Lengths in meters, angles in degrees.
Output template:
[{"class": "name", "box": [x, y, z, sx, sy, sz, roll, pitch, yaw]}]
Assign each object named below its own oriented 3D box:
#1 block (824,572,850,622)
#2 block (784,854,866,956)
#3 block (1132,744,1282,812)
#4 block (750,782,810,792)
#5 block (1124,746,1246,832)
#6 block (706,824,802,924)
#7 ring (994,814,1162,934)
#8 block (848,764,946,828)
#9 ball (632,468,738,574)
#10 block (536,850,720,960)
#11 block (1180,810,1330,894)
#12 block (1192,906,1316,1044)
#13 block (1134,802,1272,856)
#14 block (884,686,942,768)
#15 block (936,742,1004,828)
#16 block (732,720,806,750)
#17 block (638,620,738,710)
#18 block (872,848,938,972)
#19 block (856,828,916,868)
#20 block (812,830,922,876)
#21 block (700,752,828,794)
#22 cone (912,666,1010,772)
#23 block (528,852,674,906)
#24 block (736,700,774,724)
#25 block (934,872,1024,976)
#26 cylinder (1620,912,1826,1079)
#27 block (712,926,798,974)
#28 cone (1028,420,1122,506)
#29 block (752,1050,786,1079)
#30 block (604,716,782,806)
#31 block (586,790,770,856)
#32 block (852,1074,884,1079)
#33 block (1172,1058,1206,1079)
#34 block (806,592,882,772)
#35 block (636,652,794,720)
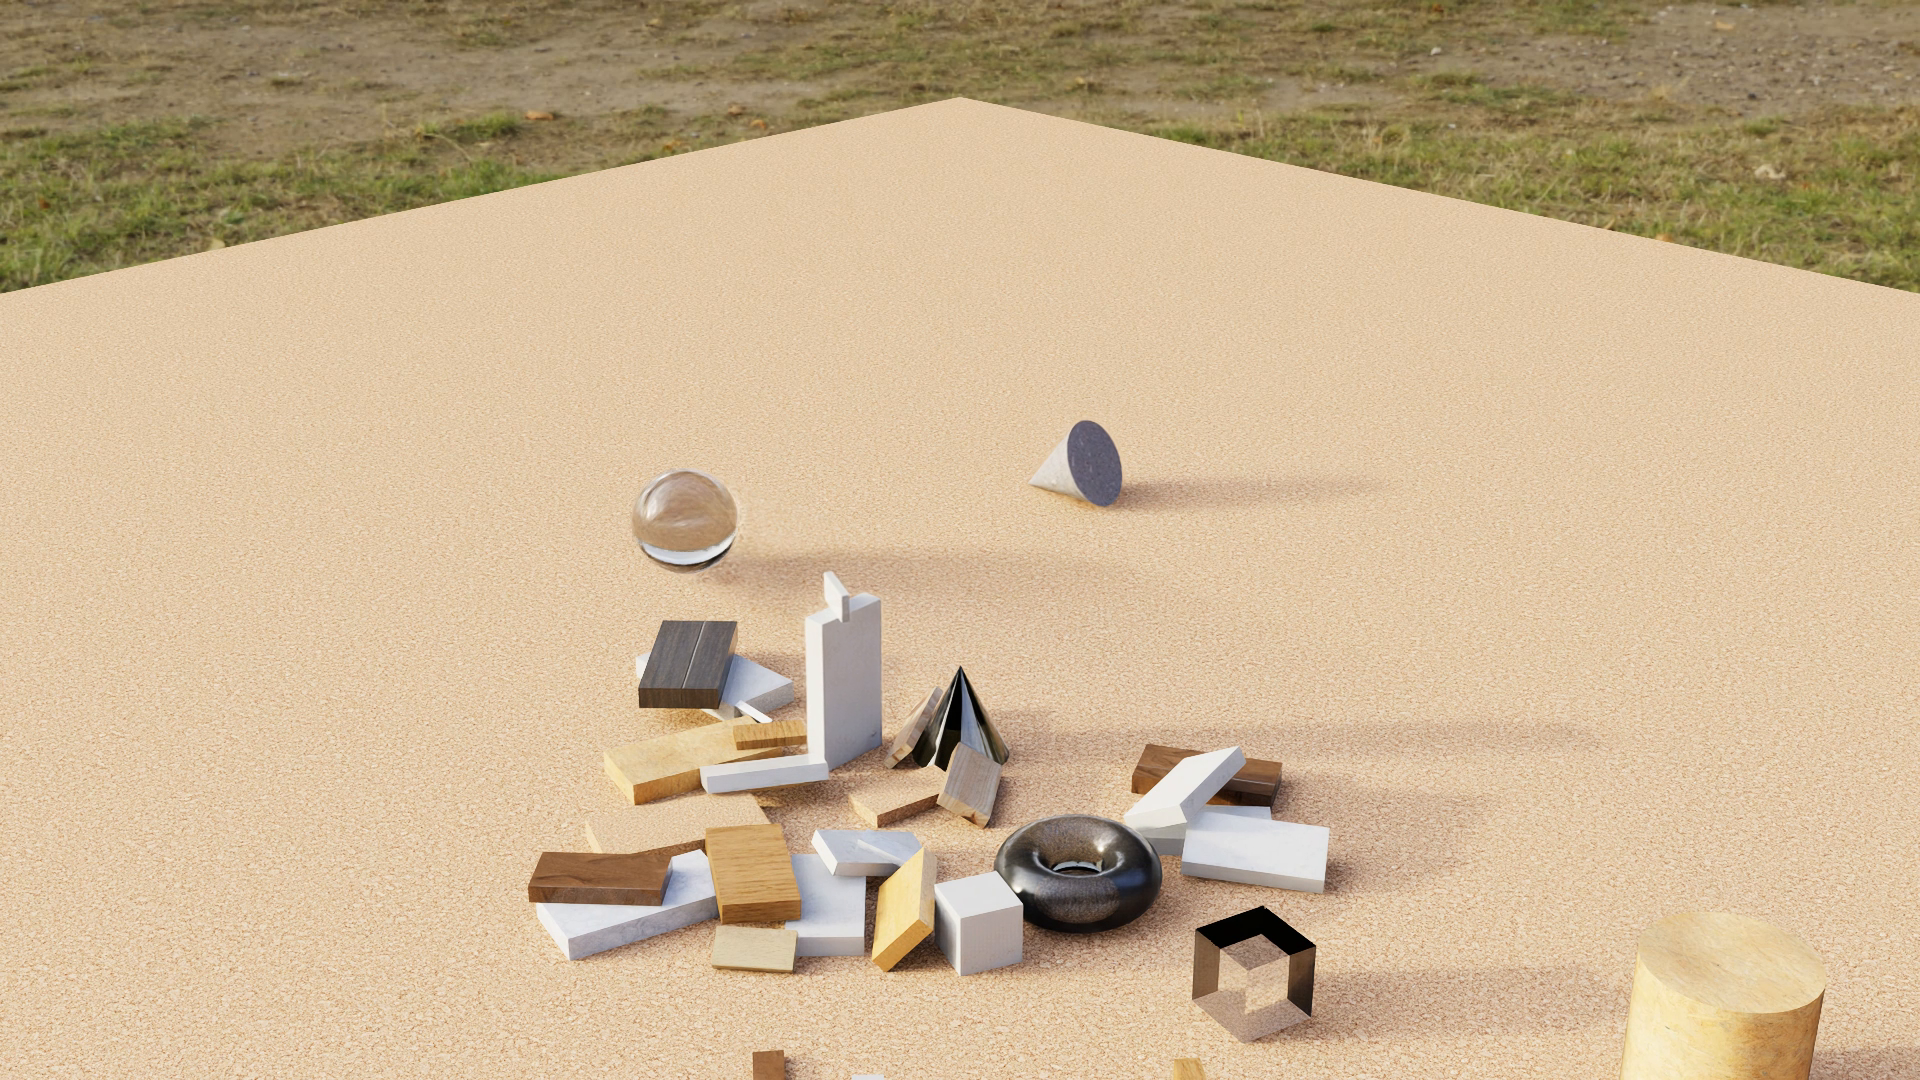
[{"class": "block", "box": [-0.253, 0.117, 4.522, 0.017, 0.061, 0.121, -8, 25, -18]}, {"class": "block", "box": [-0.249, 0.679, 4.108, 0.144, 0.041, 0.288, -1, 23, -1]}, {"class": "block", "box": [0.512, 0.492, 4.549, 0.288, 0.041, 0.144, 7, 24, 15]}, {"class": "block", "box": [-0.385, 0.496, 4.571, 0.137, 0.017, 0.061, -6, 24, -15]}, {"class": "block", "box": [0.449, 0.495, 4.369, 0.135, 0.038, 0.271, -18, 9, 38]}, {"class": "block", "box": [-0.390, 0.623, 4.125, 0.144, 0.041, 0.288, -2, 22, -12]}, {"class": "ring", "box": [0.222, 0.627, 4.148, 0.321, 0.107, 0.321, 0, 24, 0]}, {"class": "block", "box": [-0.110, 0.522, 4.491, 0.213, 0.030, 0.107, -16, 28, -33]}, {"class": "ball", "box": [-0.691, -0.047, 5.531, 0.266, 0.266, 0.266, 0, 23, 0]}, {"class": "block", "box": [-0.603, 0.678, 4.103, 0.332, 0.047, 0.166, -13, 26, -27]}, {"class": "block", "box": [0.569, 0.599, 4.236, 0.271, 0.038, 0.135, 7, 41, 9]}, {"class": "block", "box": [0.507, 0.750, 3.805, 0.147, 0.147, 0.147, -13, 26, -28]}, {"class": "block", "box": [0.481, 0.575, 4.356, 0.271, 0.038, 0.135, 2, 23, 4]}, {"class": "block", "box": [-0.099, 0.401, 4.729, 0.021, 0.073, 0.274, 45, 25, -7]}, {"class": "block", "box": [0.022, 0.499, 4.486, 0.107, 0.030, 0.213, 29, 24, -4]}, {"class": "block", "box": [-0.402, 0.411, 4.644, 0.147, 0.021, 0.073, -4, 23, -10]}, {"class": "block", "box": [-0.605, 0.276, 4.922, 0.173, 0.049, 0.346, 1, 23, 2]}, {"class": "block", "box": [-0.100, 0.674, 4.027, 0.035, 0.123, 0.247, 41, 18, -15]}, {"class": "block", "box": [-0.139, 0.590, 4.199, 0.106, 0.015, 0.053, 24, 22, 10]}, {"class": "block", "box": [-0.166, 0.600, 4.213, 0.213, 0.030, 0.107, 6, 25, -32]}, {"class": "block", "box": [-0.402, 0.477, 4.500, 0.247, 0.035, 0.123, -6, 5, -13]}, {"class": "cone", "box": [0.001, 0.358, 4.651, 0.208, 0.208, 0.208, 0, 23, 0]}, {"class": "block", "box": [-0.670, 0.632, 4.106, 0.247, 0.035, 0.123, 1, 23, 3]}, {"class": "block", "box": [-0.433, 0.392, 4.759, 0.017, 0.061, 0.121, -46, 42, -17]}, {"class": "block", "box": [0.034, 0.692, 3.974, 0.121, 0.121, 0.121, -9, 25, -20]}, {"class": "cylinder", "box": [1.217, 0.794, 3.526, 0.283, 0.283, 0.283, 0, 23, 0]}, {"class": "block", "box": [-0.368, 0.735, 3.948, 0.147, 0.021, 0.073, 2, 62, 6]}, {"class": "cone", "box": [0.277, -0.183, 6.053, 0.242, 0.242, 0.242, -16, 9, 39]}, {"class": "block", "box": [-0.317, 0.887, 3.652, 0.053, 0.015, 0.106, -2, 23, -6]}, {"class": "block", "box": [-0.560, 0.460, 4.617, 0.332, 0.047, 0.166, -12, 26, -27]}, {"class": "block", "box": [-0.555, 0.576, 4.342, 0.332, 0.047, 0.166, -9, 25, -20]}, {"class": "block", "box": [-0.151, 0.912, 3.591, 0.053, 0.015, 0.106, -1, 23, -2]}, {"class": "block", "box": [0.375, 0.958, 3.316, 0.042, 0.147, 0.382, -2, 23, -5]}, {"class": "block", "box": [-0.242, 0.299, 4.612, 0.049, 0.346, 0.173, 20, 30, 38]}, {"class": "block", "box": [-0.555, 0.313, 4.960, 0.346, 0.049, 0.173, 21, 31, 40]}]
